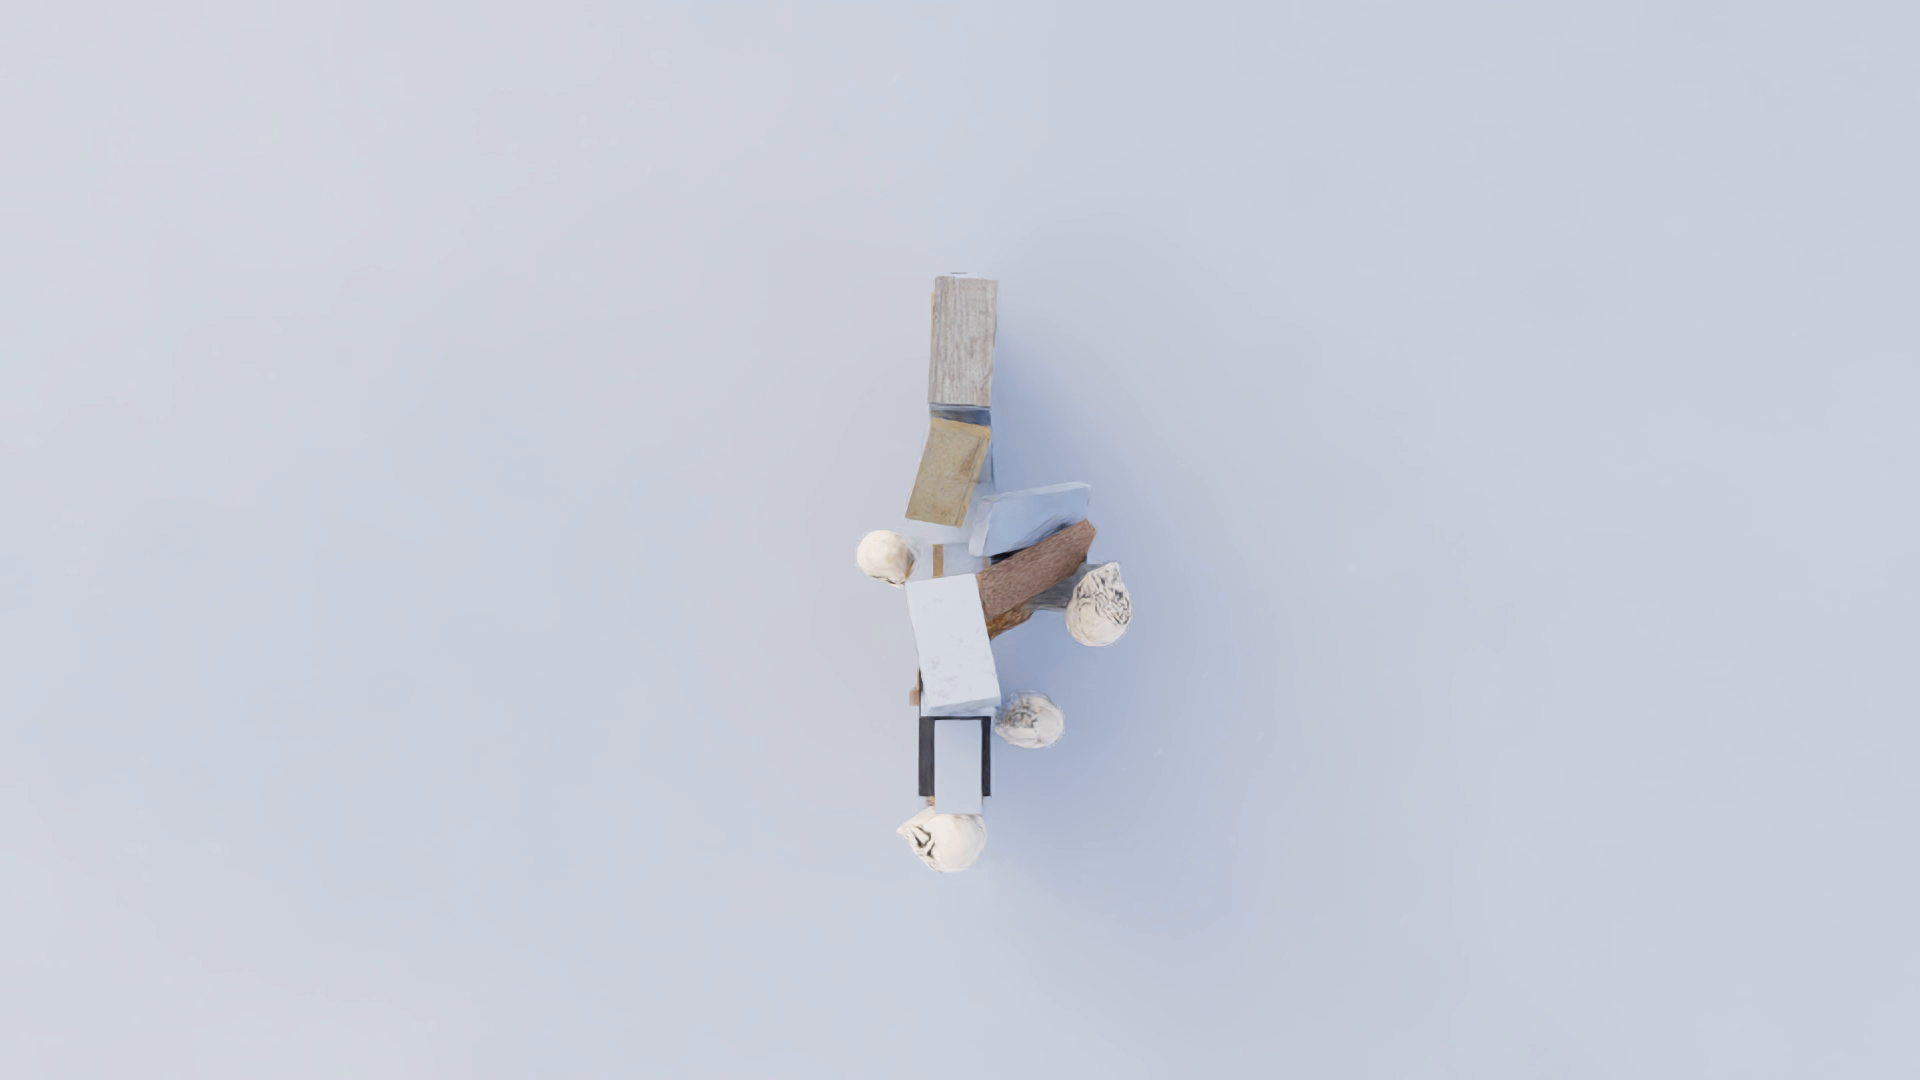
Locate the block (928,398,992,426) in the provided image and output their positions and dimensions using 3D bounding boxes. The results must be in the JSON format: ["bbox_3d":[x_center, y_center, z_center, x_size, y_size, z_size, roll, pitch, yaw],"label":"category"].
[{"bbox_3d":[-0.001,-0.280,3.873,0.142,0.283,0.040,0,77,0],"label":"block"}]

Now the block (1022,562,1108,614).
[{"bbox_3d":[0.274,0.123,4.352,0.259,0.037,0.130,6,70,-34],"label":"block"}]

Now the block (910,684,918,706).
[{"bbox_3d":[-0.061,0.464,4.976,0.161,0.322,0.046,-3,89,2],"label":"block"}]

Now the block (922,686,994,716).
[{"bbox_3d":[-0.007,0.367,3.822,0.160,0.320,0.045,0,91,-1],"label":"block"}]

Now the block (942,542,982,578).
[{"bbox_3d":[0.007,0.030,4.540,0.108,0.030,0.215,-1,90,0],"label":"block"}]

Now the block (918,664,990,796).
[{"bbox_3d":[-0.013,0.447,4.009,0.174,0.049,0.347,0,89,0],"label":"block"}]

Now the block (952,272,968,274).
[{"bbox_3d":[-0.002,-0.775,5.108,0.051,0.015,0.103,0,90,0],"label":"block"}]

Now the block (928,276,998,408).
[{"bbox_3d":[0.006,-0.445,3.713,0.142,0.040,0.284,4,89,-1],"label":"block"}]

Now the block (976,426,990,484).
[{"bbox_3d":[0.002,-0.197,3.880,0.137,0.275,0.039,-2,72,0],"label":"block"}]

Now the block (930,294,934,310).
[{"bbox_3d":[-0.004,-0.559,4.835,0.160,0.045,0.320,0,90,0],"label":"block"}]

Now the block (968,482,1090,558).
[{"bbox_3d":[0.179,-0.055,4.085,0.039,0.486,0.137,20,107,29],"label":"block"}]

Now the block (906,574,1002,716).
[{"bbox_3d":[-0.018,0.232,3.706,0.160,0.045,0.320,-8,58,-6],"label":"block"}]

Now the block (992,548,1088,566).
[{"bbox_3d":[0.218,0.085,4.532,0.259,0.037,0.130,6,132,10],"label":"block"}]

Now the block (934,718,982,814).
[{"bbox_3d":[-0.005,0.515,3.753,0.106,0.030,0.212,0,89,-2],"label":"block"}]

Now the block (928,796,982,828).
[{"bbox_3d":[-0.013,0.681,4.804,0.154,0.044,0.309,1,89,1],"label":"block"}]

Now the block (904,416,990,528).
[{"bbox_3d":[-0.031,-0.152,3.775,0.137,0.039,0.275,9,131,-10],"label":"block"}]

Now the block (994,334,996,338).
[{"bbox_3d":[0.008,-0.461,3.963,0.142,0.459,0.040,1,80,-1],"label":"block"}]

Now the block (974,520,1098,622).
[{"bbox_3d":[0.132,0.102,4.082,0.045,0.561,0.160,42,131,21],"label":"block"}]

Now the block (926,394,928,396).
[{"bbox_3d":[-0.007,-0.239,4.440,0.155,0.044,0.310,-2,90,0],"label":"block"}]

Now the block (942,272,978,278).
[{"bbox_3d":[0.004,-0.565,4.017,0.082,0.023,0.165,-3,90,0],"label":"block"}]

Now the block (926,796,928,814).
[{"bbox_3d":[-0.018,0.776,4.980,0.154,0.309,0.044,-1,90,2],"label":"block"}]

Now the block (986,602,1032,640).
[{"bbox_3d":[0.080,0.199,4.425,0.130,0.316,0.037,27,69,-11],"label":"block"}]

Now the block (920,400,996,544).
[{"bbox_3d":[-0.002,-0.169,4.041,0.175,0.050,0.350,-2,90,0],"label":"block"}]

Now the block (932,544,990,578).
[{"bbox_3d":[0.002,0.020,4.794,0.165,0.047,0.329,-1,90,0],"label":"block"}]
